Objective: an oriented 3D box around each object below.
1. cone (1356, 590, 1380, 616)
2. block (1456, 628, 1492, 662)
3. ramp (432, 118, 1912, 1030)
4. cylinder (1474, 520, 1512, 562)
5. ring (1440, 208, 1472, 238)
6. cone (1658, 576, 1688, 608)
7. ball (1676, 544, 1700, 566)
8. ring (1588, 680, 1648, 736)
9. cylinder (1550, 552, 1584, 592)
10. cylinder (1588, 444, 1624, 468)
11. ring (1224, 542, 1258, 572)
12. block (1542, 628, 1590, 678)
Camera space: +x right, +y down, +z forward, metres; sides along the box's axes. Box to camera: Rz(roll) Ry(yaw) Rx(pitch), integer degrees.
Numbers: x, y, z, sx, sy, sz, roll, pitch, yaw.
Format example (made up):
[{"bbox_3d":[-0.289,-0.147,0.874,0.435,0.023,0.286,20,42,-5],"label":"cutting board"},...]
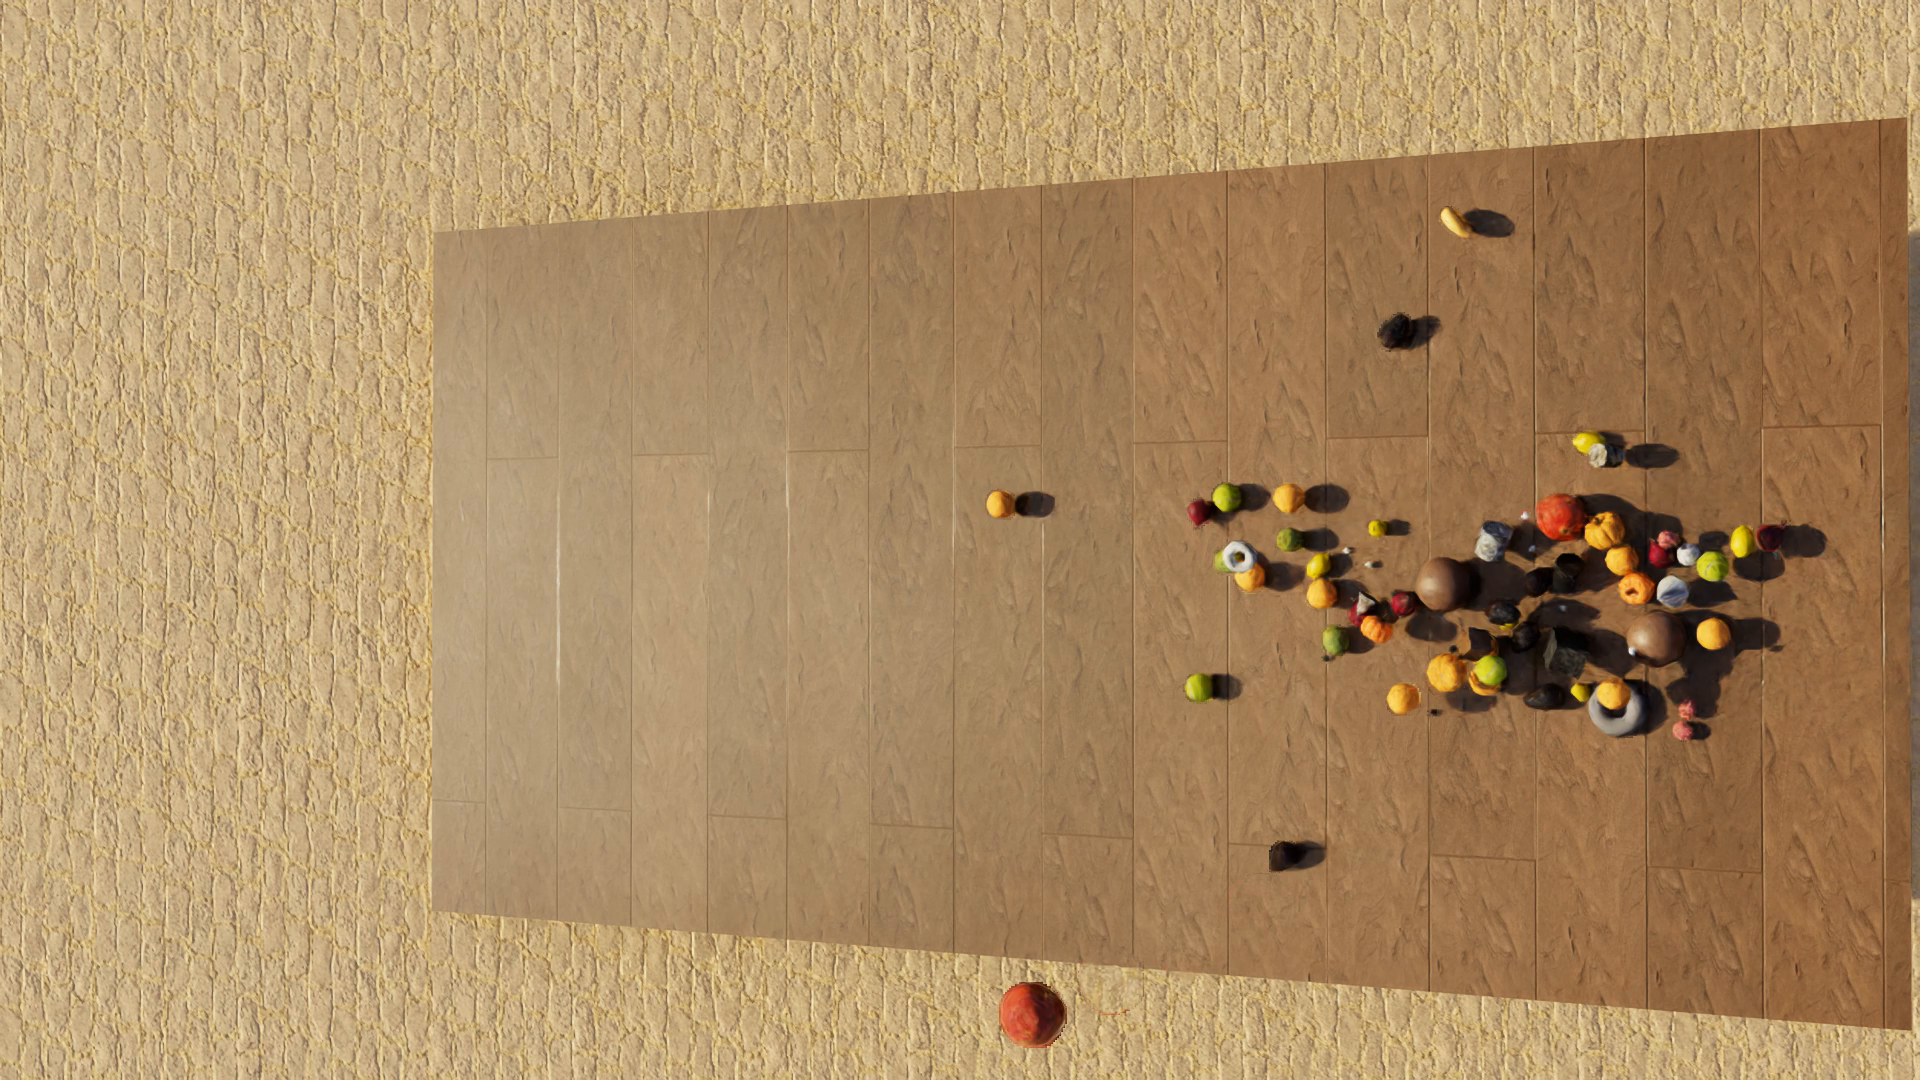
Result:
[{"bbox_3d":[0.963,0.160,5.255,0.057,0.057,0.057,30,103,0],"label":"cone"},{"bbox_3d":[1.189,0.242,5.084,0.055,0.055,0.055,10,57,-15],"label":"block"},{"bbox_3d":[0.282,0.082,5.695,4.000,0.100,2.000,0,89,25],"label":"ramp"},{"bbox_3d":[1.246,0.003,5.135,0.069,0.069,0.069,9,128,0],"label":"cylinder"},{"bbox_3d":[1.171,-0.749,5.184,0.088,0.088,0.029,41,118,0],"label":"ring"},{"bbox_3d":[1.585,0.125,4.943,0.075,0.075,0.075,13,109,41],"label":"cone"},{"bbox_3d":[1.650,0.033,4.982,0.052,0.052,0.052,0,89,0],"label":"ball"},{"bbox_3d":[1.510,0.385,5.047,0.133,0.044,0.133,-1,88,25],"label":"ring"},{"bbox_3d":[1.401,0.076,5.069,0.065,0.065,0.065,-1,51,1],"label":"cylinder"},{"bbox_3d":[1.474,-0.192,5.016,0.057,0.057,0.057,0,89,-32],"label":"cylinder"},{"bbox_3d":[0.623,0.037,4.893,0.077,0.026,0.077,7,115,14],"label":"ring"},{"bbox_3d":[1.392,0.259,5.051,0.076,0.076,0.076,12,123,0],"label":"block"}]
